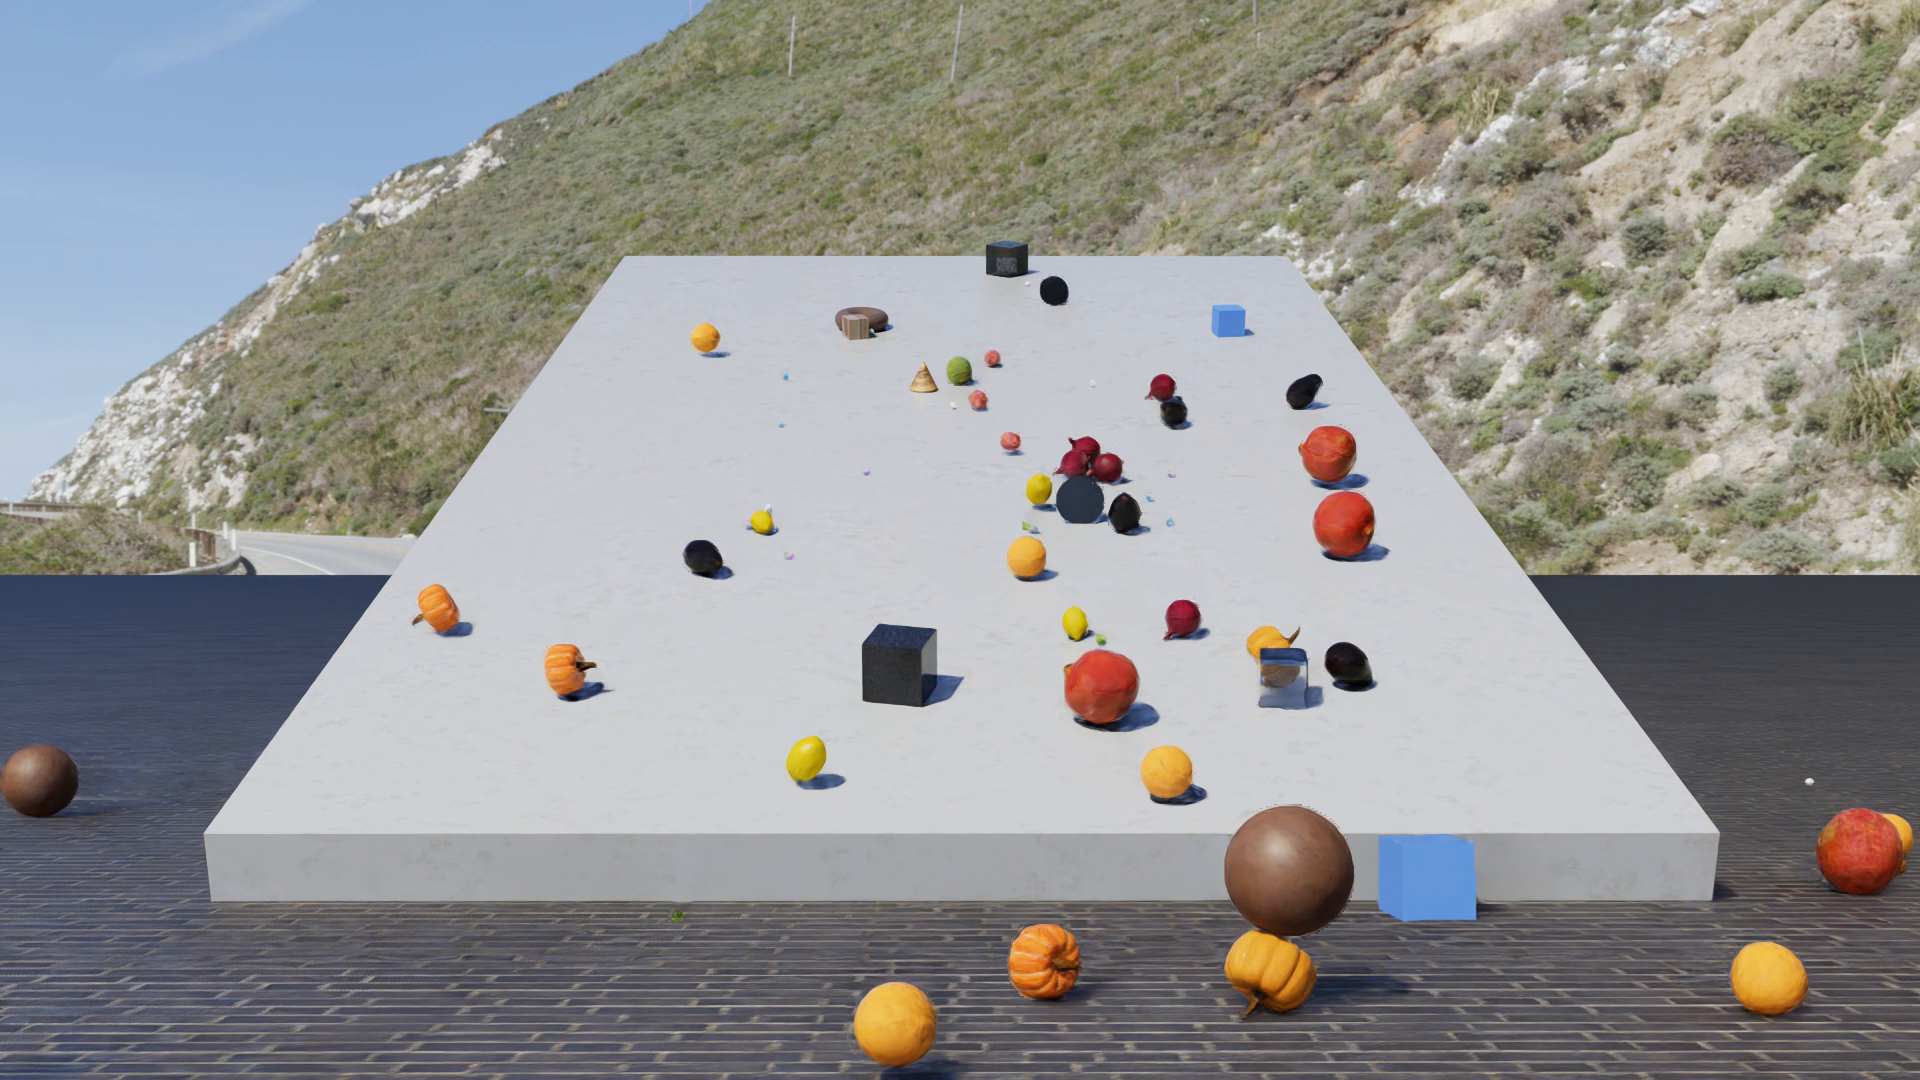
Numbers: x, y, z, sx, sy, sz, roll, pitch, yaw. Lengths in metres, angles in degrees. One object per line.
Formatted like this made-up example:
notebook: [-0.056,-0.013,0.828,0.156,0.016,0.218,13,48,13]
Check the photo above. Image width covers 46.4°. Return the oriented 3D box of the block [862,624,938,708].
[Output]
block: [-0.091,0.190,3.403,0.093,0.093,0.093,5,19,13]

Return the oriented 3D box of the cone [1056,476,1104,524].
cone: [0.224,-0.068,4.275,0.093,0.093,0.093,0,-9,-4]

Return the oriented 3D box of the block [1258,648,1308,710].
block: [0.488,0.209,3.382,0.071,0.071,0.071,2,18,5]

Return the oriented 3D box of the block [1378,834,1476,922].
block: [0.598,0.432,2.870,0.096,0.096,0.096,0,-1,-7]

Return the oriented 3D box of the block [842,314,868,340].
block: [-0.266,-0.542,5.706,0.053,0.053,0.053,-7,19,-21]

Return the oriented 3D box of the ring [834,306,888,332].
ring: [-0.255,-0.572,5.808,0.141,0.047,0.141,1,18,0]

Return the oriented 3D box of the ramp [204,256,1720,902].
ramp: [-0.004,-0.188,4.868,2.000,0.100,4.000,0,18,0]

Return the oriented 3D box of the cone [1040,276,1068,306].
cone: [0.249,-0.671,6.128,0.082,0.082,0.082,0,-9,-10]

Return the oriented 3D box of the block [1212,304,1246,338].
block: [0.689,-0.562,5.745,0.069,0.069,0.069,-2,18,-8]

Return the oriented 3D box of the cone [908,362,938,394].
cone: [-0.084,-0.383,5.191,0.070,0.070,0.070,0,18,0]

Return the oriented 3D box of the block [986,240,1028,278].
block: [0.136,-0.813,6.481,0.087,0.087,0.087,14,23,37]
